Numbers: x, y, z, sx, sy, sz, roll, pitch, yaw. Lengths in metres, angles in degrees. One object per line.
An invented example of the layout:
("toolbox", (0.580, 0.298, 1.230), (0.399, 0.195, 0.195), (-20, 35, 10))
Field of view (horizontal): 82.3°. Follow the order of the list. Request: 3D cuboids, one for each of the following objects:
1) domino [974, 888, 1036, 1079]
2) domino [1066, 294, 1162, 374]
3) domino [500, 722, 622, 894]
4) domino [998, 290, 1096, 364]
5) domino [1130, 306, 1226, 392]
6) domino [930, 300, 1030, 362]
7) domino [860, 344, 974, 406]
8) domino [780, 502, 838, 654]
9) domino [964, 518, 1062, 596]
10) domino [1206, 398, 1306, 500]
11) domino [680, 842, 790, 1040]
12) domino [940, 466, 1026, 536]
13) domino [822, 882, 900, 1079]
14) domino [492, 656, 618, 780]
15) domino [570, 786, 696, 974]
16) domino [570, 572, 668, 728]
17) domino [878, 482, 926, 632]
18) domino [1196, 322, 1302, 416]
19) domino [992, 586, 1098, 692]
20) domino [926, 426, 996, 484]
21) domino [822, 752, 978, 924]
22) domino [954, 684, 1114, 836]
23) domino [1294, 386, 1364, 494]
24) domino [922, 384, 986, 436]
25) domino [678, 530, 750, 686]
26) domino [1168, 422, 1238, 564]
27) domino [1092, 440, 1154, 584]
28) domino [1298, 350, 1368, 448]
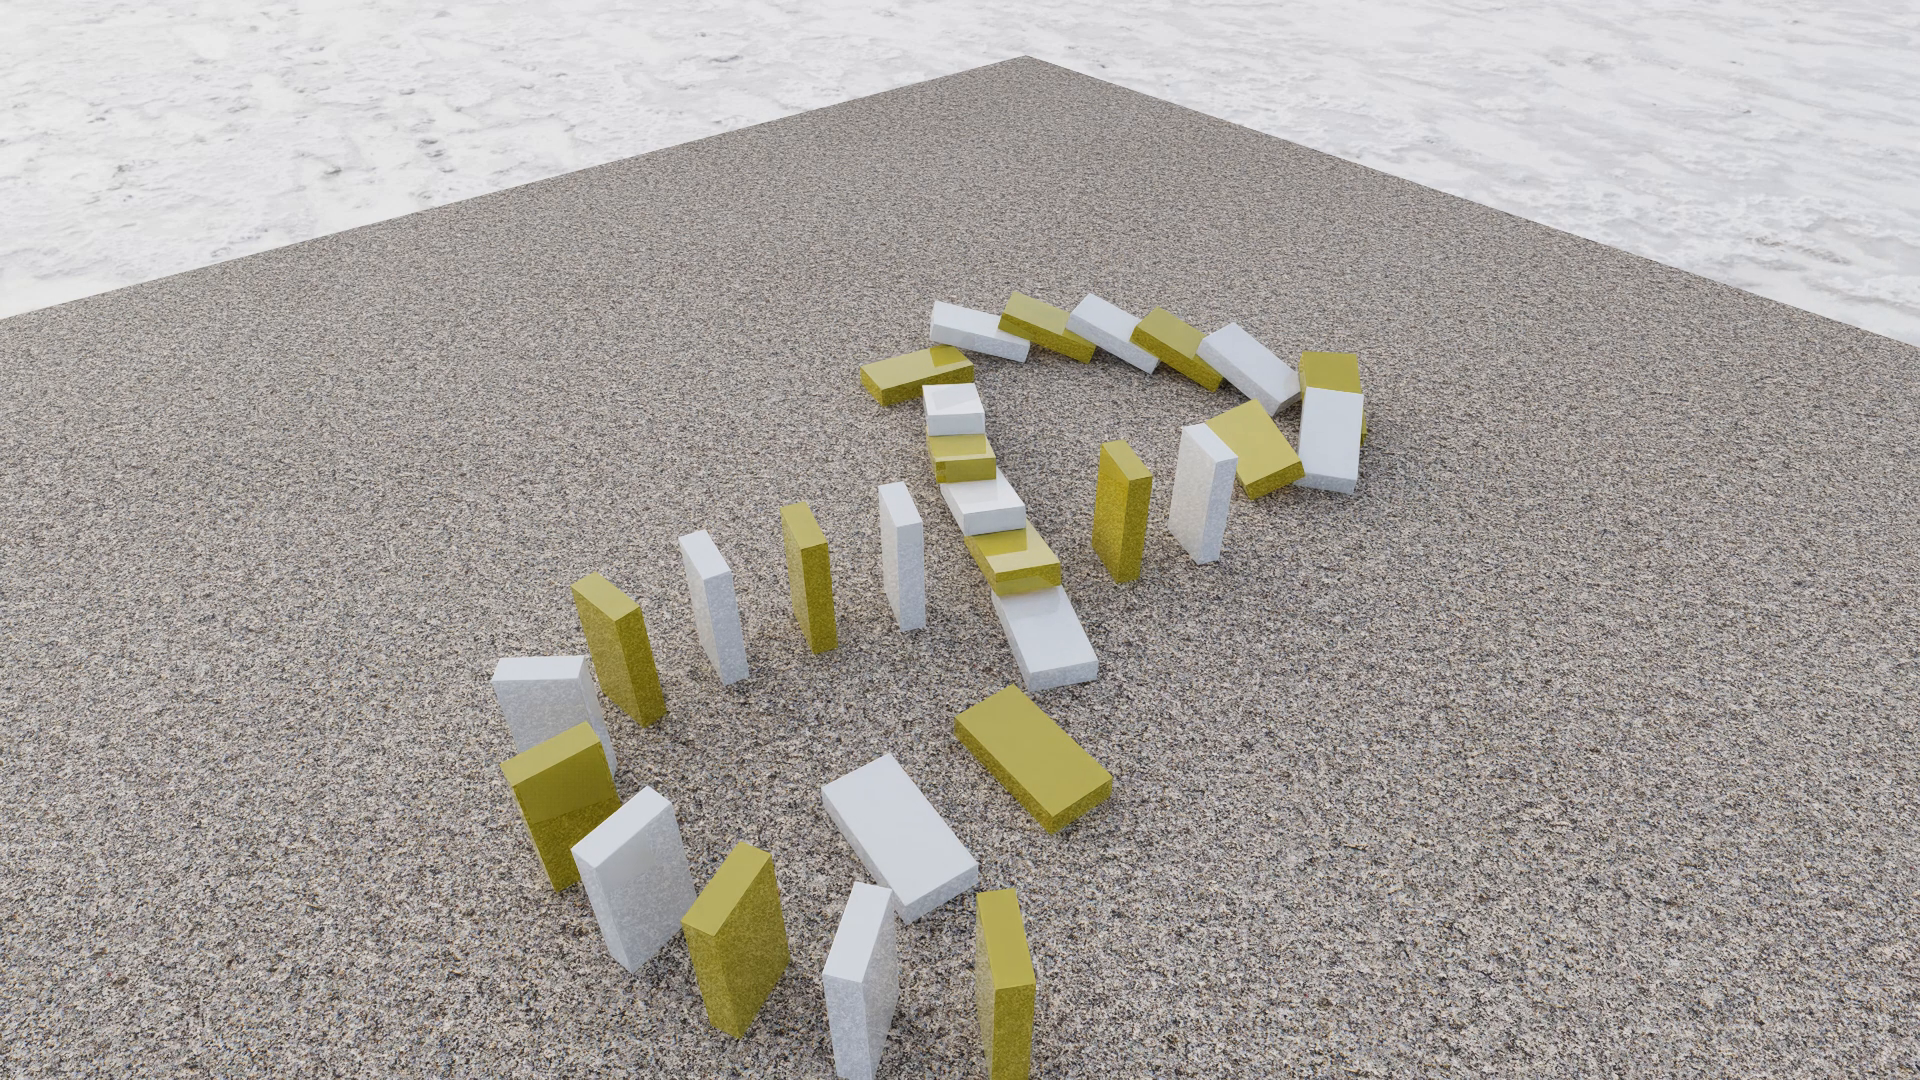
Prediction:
("domino", (0.011, 0.113, 0.274), (0.009, 0.050, 0.025), (-6, 40, -7))
("domino", (0.082, -0.106, 0.561), (0.050, 0.009, 0.025), (31, 46, 9))
("domino", (-0.112, 0.078, 0.317), (0.025, 0.050, 0.010), (-27, 46, -29))
("domino", (0.047, -0.110, 0.567), (0.050, 0.010, 0.025), (22, 42, 0))
("domino", (0.113, -0.096, 0.549), (0.050, 0.009, 0.025), (35, 48, 13))
("domino", (0.010, -0.107, 0.564), (0.050, 0.009, 0.025), (12, 38, -9))
("domino", (-0.021, -0.082, 0.544), (0.050, 0.010, 0.025), (-19, 43, -21))
("domino", (-0.054, 0.014, 0.394), (0.009, 0.050, 0.025), (-15, 42, -18))
("domino", (0.019, 0.005, 0.428), (0.025, 0.009, 0.050), (-9, 25, -11))
("domino", (0.130, -0.041, 0.486), (0.025, 0.010, 0.050), (-25, 40, 8))
("domino", (-0.057, 0.104, 0.284), (0.009, 0.050, 0.025), (16, 42, 19))
("domino", (0.009, -0.017, 0.454), (0.025, 0.010, 0.050), (-8, 24, -9))
("domino", (-0.024, 0.111, 0.275), (0.010, 0.050, 0.025), (9, 40, 10))
("domino", (-0.125, 0.057, 0.341), (0.025, 0.050, 0.010), (-2, 39, -2))
("domino", (-0.087, 0.093, 0.298), (0.010, 0.050, 0.025), (26, 46, 28))
("domino", (-0.113, 0.037, 0.366), (0.025, 0.050, 0.010), (30, 48, 31))
("domino", (-0.021, 0.006, 0.404), (0.009, 0.050, 0.025), (-11, 41, -14))
("domino", (0.142, -0.083, 0.534), (0.025, 0.010, 0.050), (-31, 65, -32))
("domino", (0.030, 0.032, 0.404), (0.025, 0.010, 0.050), (-9, 40, -11))
("domino", (0.000, -0.039, 0.480), (0.025, 0.009, 0.050), (-5, 23, -5))
("domino", (-0.019, 0.089, 0.334), (0.025, 0.009, 0.050), (-23, 45, -26))
("domino", (0.023, 0.070, 0.358), (0.025, 0.009, 0.050), (-25, 46, -28))
("domino", (0.164, -0.045, 0.487), (0.025, 0.010, 0.050), (10, 57, 12))
("domino", (-0.003, -0.061, 0.507), (0.025, 0.010, 0.050), (-3, 23, -4))
("domino", (-0.085, 0.024, 0.382), (0.009, 0.050, 0.025), (-20, 43, -23))
("domino", (0.095, -0.018, 0.433), (0.010, 0.050, 0.025), (-13, 41, -16))
("domino", (0.062, -0.011, 0.424), (0.010, 0.050, 0.025), (-12, 41, -14))
("domino", (0.174, -0.066, 0.514), (0.025, 0.010, 0.050), (4, 55, 5))
